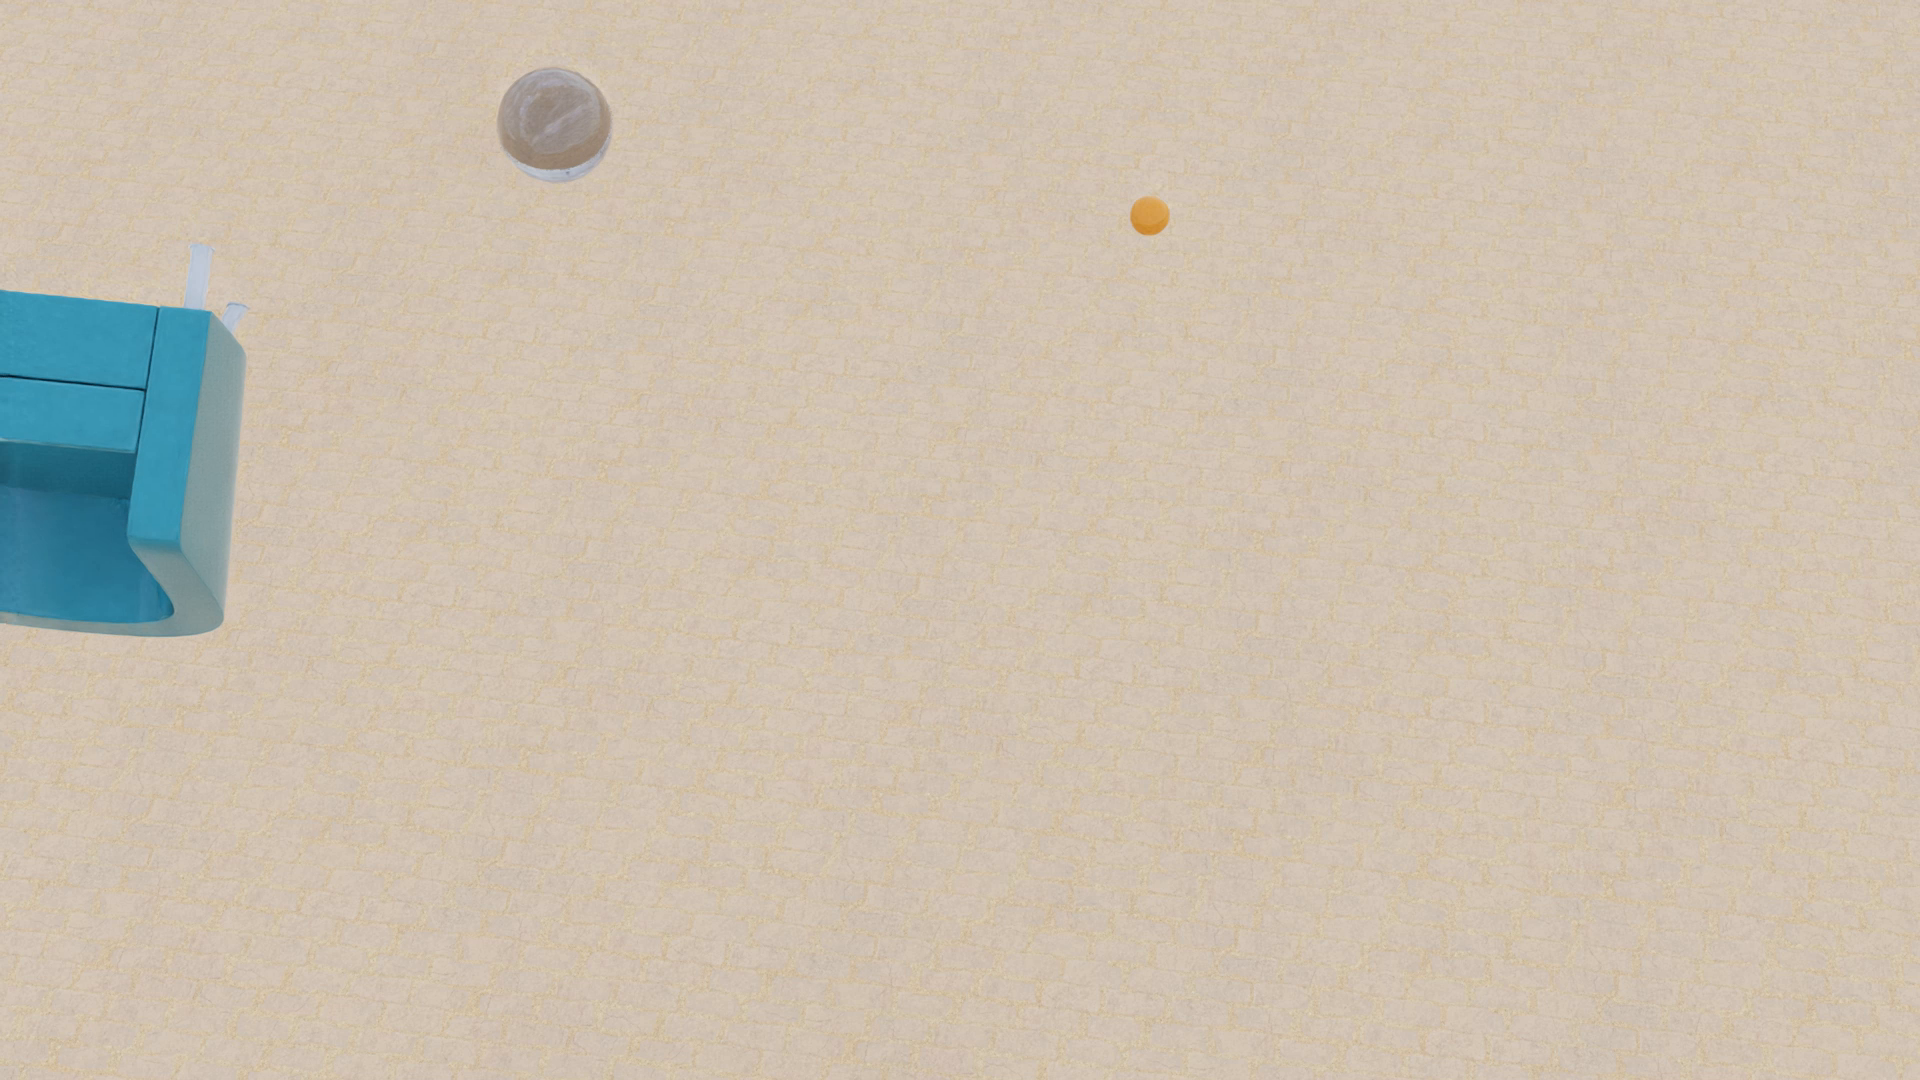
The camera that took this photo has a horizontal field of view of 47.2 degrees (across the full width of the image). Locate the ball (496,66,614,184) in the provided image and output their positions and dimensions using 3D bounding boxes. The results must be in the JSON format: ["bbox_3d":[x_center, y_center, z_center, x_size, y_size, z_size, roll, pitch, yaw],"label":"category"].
[{"bbox_3d":[-0.844,-0.864,4.581,0.239,0.239,0.239,0,56,0],"label":"ball"}]
